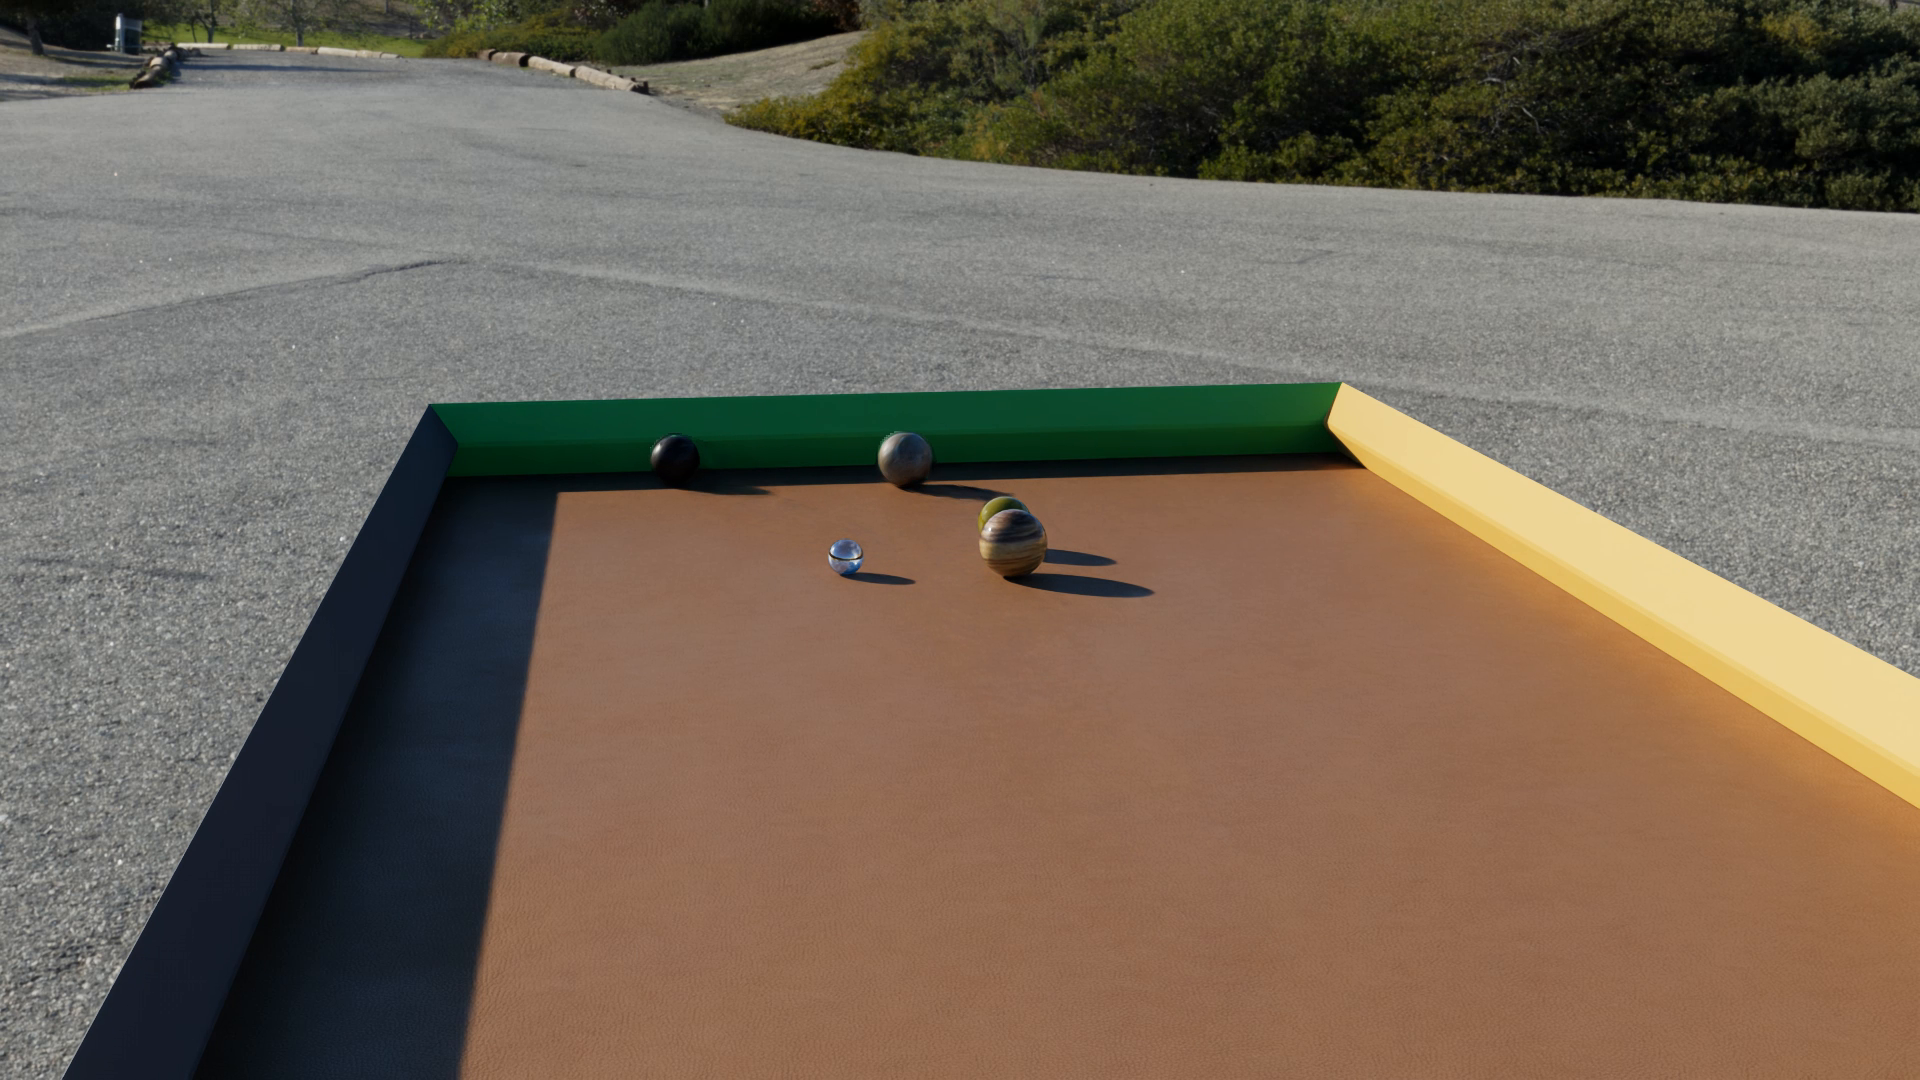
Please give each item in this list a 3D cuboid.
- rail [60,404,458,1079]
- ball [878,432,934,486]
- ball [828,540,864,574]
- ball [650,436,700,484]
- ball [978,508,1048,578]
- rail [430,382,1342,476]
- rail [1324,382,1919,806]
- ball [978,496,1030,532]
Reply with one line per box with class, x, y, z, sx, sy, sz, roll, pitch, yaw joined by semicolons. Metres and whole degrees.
rail;-0.597;0.158;2.058;0.045;0.112;2.734;-2;13;-8
ball;-0.082;-0.121;3.307;0.083;0.083;0.083;0;13;0
ball;-0.145;0.021;2.784;0.046;0.046;0.046;0;13;0
ball;-0.431;-0.122;3.329;0.073;0.073;0.073;0;13;0
ball;0.067;0.004;2.768;0.087;0.087;0.087;0;13;0
rail;-0.093;-0.171;3.448;1.448;0.112;0.045;-2;13;-8
rail;0.789;0.112;2.250;0.045;0.112;2.734;-2;13;-8
ball;0.060;-0.022;2.908;0.072;0.072;0.072;0;13;0
